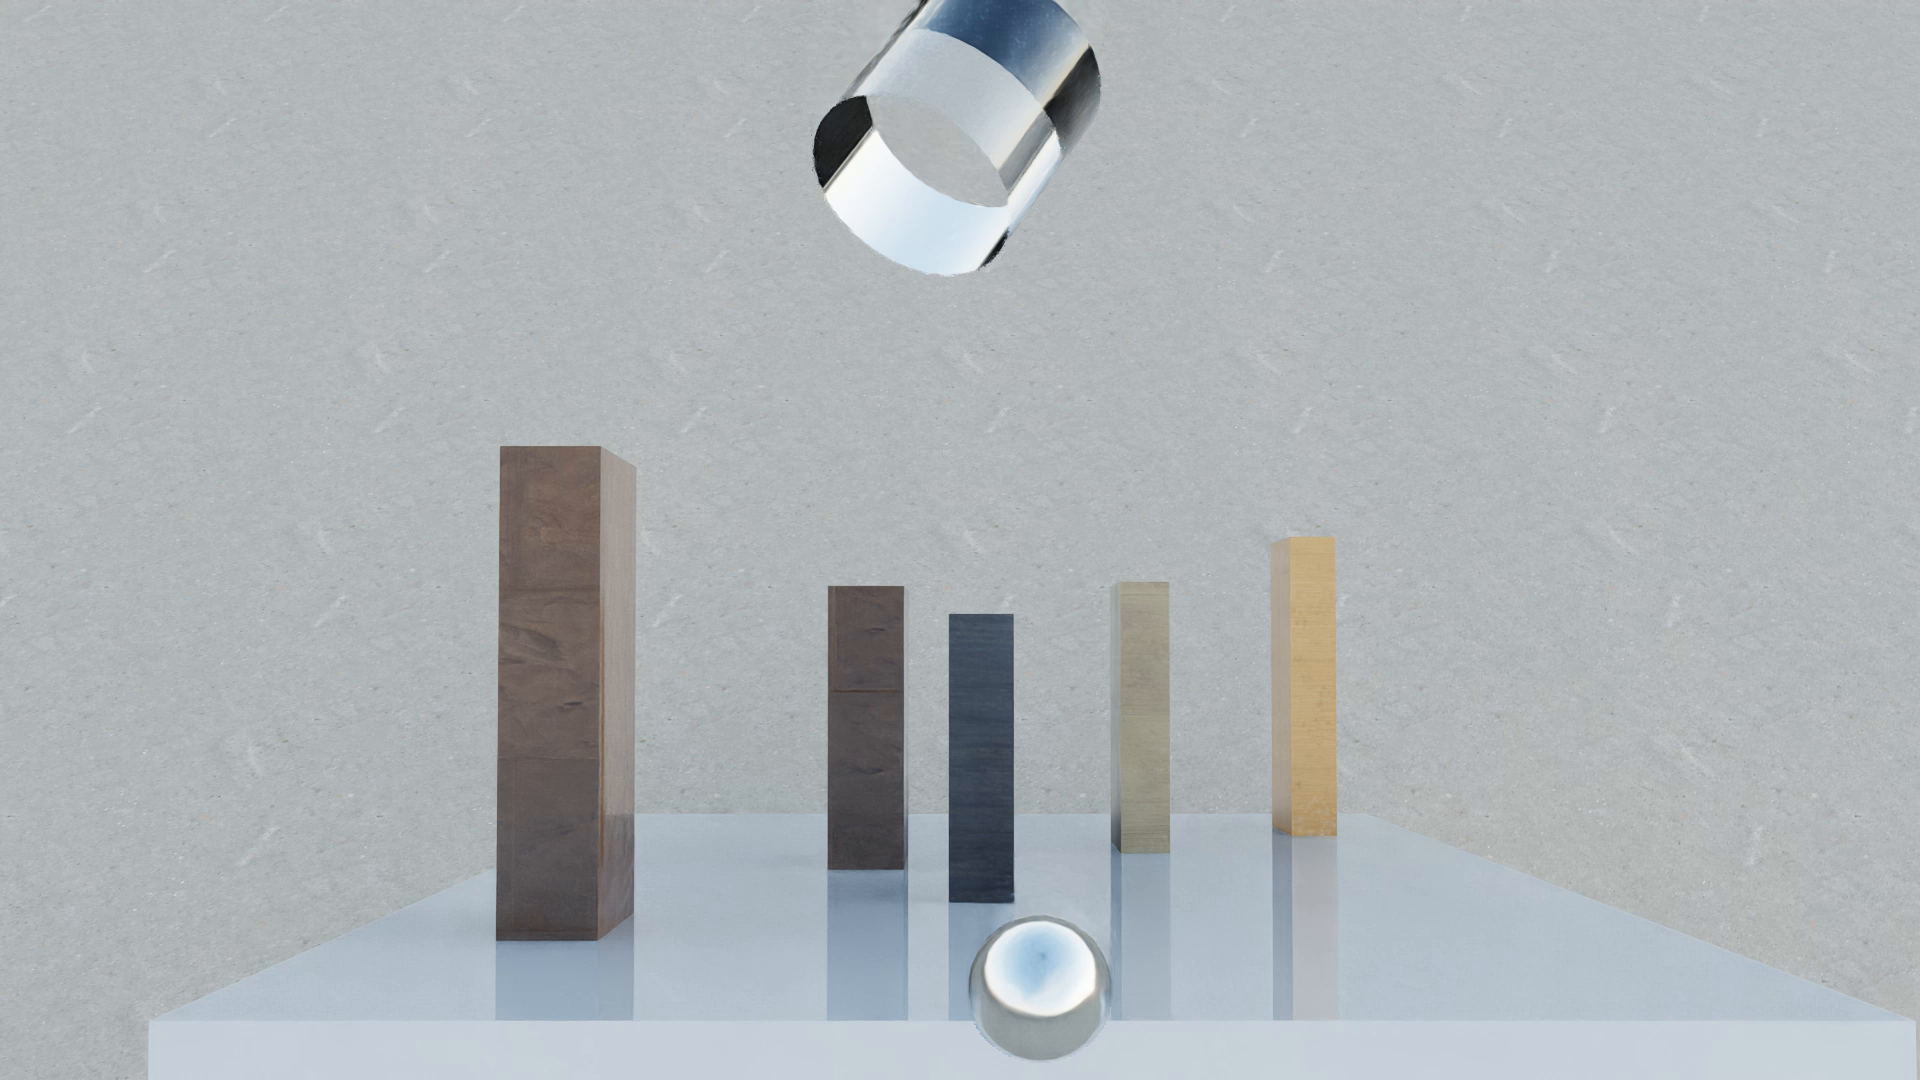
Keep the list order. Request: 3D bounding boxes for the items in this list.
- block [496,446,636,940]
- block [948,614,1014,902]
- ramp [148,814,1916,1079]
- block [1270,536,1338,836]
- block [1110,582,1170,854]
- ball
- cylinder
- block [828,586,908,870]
[{"bbox_3d":[-0.602,0.232,4.016,0.148,0.722,0.423,0,-3,0],"label":"block"},{"bbox_3d":[0.036,0.377,4.600,0.110,0.487,0.409,0,-3,0],"label":"block"},{"bbox_3d":[0.082,0.687,4.941,2.000,0.100,4.000,0,-3,0],"label":"ramp"},{"bbox_3d":[0.825,0.350,6.266,0.105,0.697,0.385,0,-3,0],"label":"block"},{"bbox_3d":[0.393,0.385,5.715,0.103,0.575,0.386,0,-3,0],"label":"block"},{"bbox_3d":[0.083,0.465,2.702,0.149,0.149,0.149,0,37,0],"label":"ball"},{"bbox_3d":[-0.001,-0.399,2.492,0.207,0.207,0.207,17,50,21],"label":"cylinder"},{"bbox_3d":[-0.184,0.377,5.318,0.149,0.554,0.449,0,-3,0],"label":"block"}]
